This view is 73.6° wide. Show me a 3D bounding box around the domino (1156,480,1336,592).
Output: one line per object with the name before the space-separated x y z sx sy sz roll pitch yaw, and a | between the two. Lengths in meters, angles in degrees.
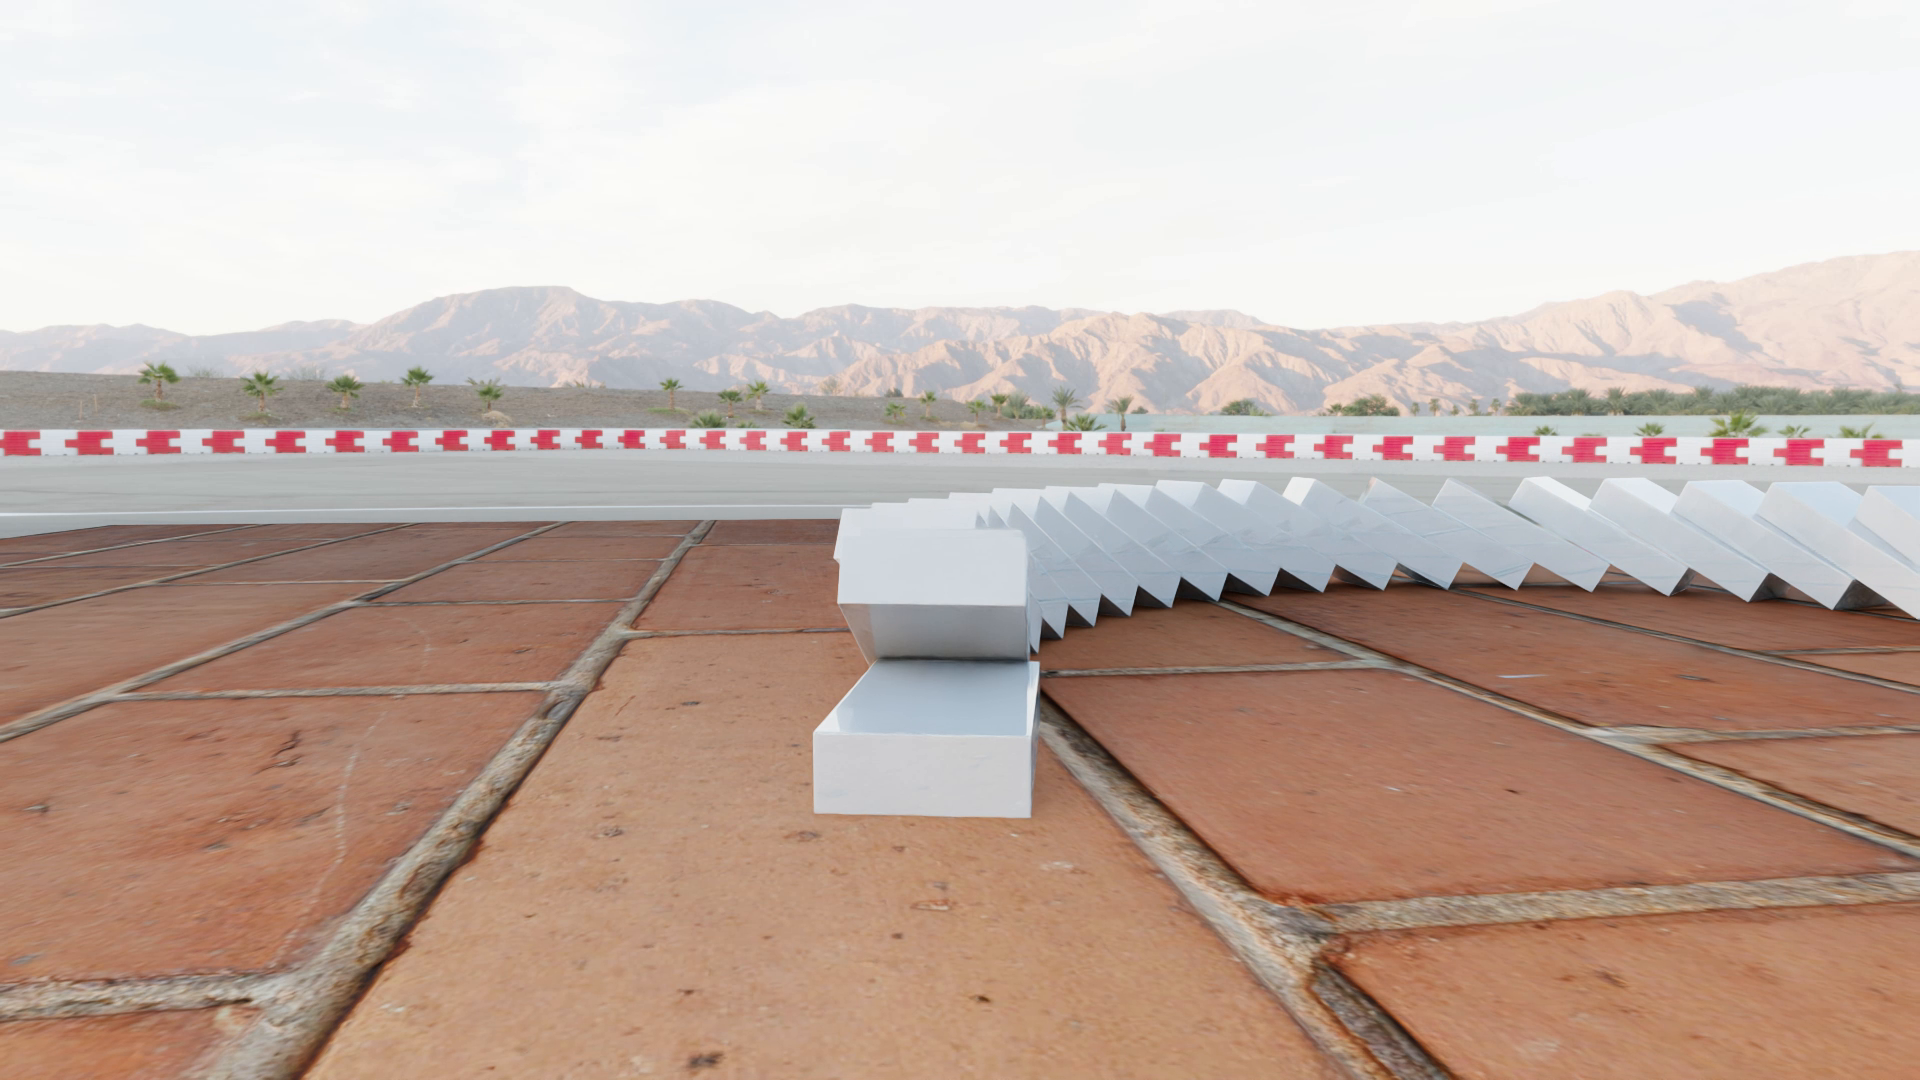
domino | 0.081 -0.001 0.370 0.050 0.009 0.025 29 -6 -20

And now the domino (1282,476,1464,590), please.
domino | 0.123 -0.003 0.386 0.050 0.009 0.025 29 4 -2

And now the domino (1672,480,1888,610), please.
domino | 0.225 0.000 0.350 0.025 0.009 0.050 -2 33 -28

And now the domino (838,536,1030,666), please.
domino | -0.002 0.013 0.194 0.025 0.010 0.050 1 -20 4

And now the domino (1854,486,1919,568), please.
domino | 0.247 0.003 0.311 0.025 0.009 0.050 0 32 -6

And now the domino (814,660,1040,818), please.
domino | -0.002 0.025 0.171 0.025 0.010 0.050 0 4 5

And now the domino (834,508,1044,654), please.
domino | -0.002 0.009 0.243 0.025 0.009 0.050 1 -23 18

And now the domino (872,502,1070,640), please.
domino | 0.003 0.007 0.265 0.025 0.009 0.050 2 -22 24

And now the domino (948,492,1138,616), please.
domino | 0.020 0.004 0.306 0.025 0.009 0.050 3 -22 37

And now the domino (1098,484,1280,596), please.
domino | 0.062 0.000 0.358 0.050 0.009 0.025 29 -10 -27

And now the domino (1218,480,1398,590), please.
domino | 0.101 -0.002 0.380 0.050 0.009 0.025 28 -1 -11

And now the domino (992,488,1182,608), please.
domino | 0.032 0.002 0.326 0.025 0.009 0.050 4 -21 46

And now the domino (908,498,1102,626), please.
domino | 0.010 0.006 0.286 0.025 0.009 0.050 3 -22 30

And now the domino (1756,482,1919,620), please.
domino | 0.237 0.002 0.332 0.025 0.010 0.050 -2 33 -20

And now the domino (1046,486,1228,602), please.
domino | 0.046 0.001 0.342 0.050 0.010 0.025 31 -16 -36

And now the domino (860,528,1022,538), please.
domino | -0.001 0.011 0.218 0.025 0.009 0.050 0 -20 5

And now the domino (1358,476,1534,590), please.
domino | 0.146 -0.003 0.389 0.050 0.009 0.025 30 11 11

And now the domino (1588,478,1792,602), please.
domino | 0.209 -0.001 0.367 0.025 0.010 0.050 -3 34 -38

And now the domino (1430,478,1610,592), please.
domino | 0.168 -0.002 0.385 0.050 0.009 0.025 32 16 18

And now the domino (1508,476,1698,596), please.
domino | 0.190 -0.002 0.379 0.050 0.009 0.025 38 26 31
